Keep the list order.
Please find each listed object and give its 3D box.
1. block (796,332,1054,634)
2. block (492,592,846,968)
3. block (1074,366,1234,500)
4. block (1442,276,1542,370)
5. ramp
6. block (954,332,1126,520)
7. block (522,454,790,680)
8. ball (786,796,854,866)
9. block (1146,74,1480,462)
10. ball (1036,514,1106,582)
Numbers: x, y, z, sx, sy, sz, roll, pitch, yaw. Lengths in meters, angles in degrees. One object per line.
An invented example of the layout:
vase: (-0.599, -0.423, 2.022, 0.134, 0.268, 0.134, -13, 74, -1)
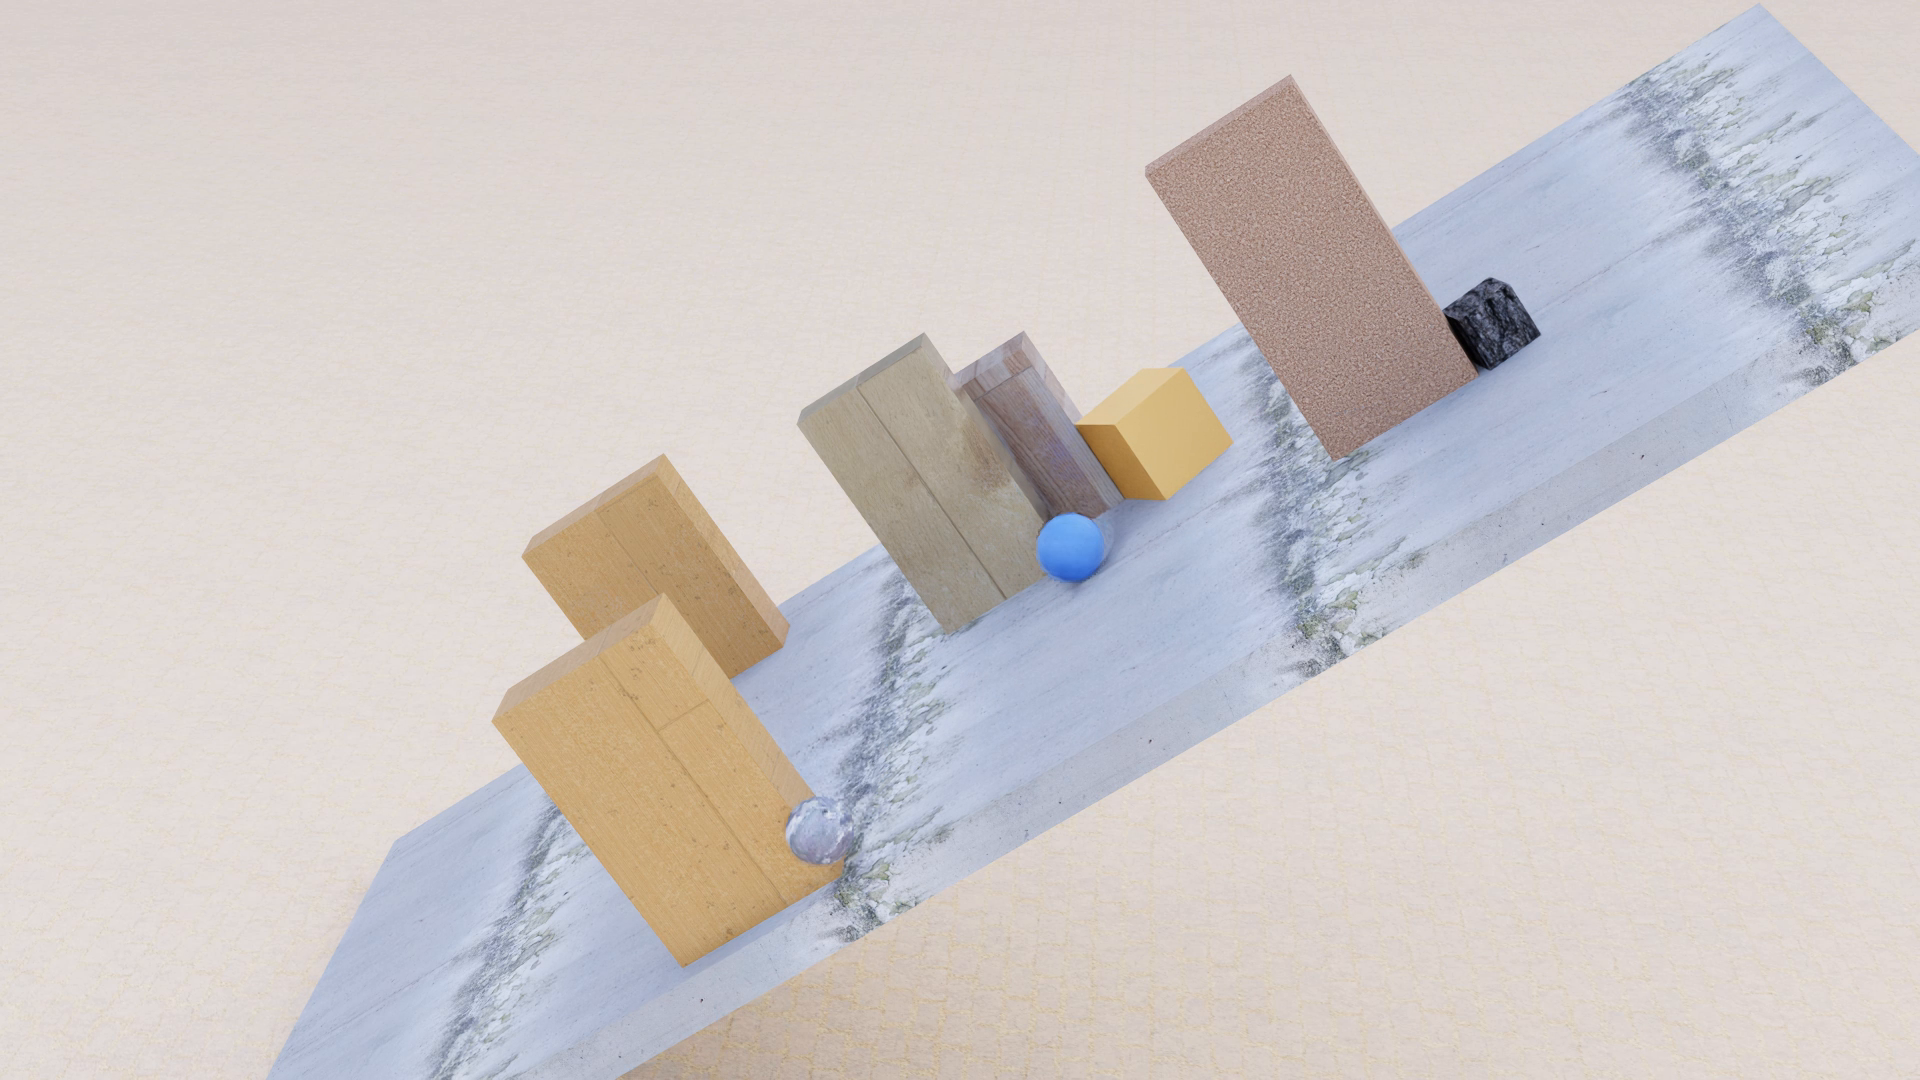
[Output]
block: (-0.051, -0.117, 6.291, 0.319, 0.571, 0.102, -31, 16, 14)
block: (-0.539, 0.455, 5.532, 0.368, 0.608, 0.149, -31, 16, 14)
block: (0.417, -0.229, 6.333, 0.202, 0.202, 0.202, -40, 16, -16)
block: (1.037, -0.424, 5.752, 0.121, 0.121, 0.121, -35, 15, 0)
ramp: (0.138, 0.172, 6.299, 4.000, 0.100, 2.000, -31, 16, 14)
block: (0.090, -0.175, 6.474, 0.387, 0.410, 0.137, -31, 16, 14)
block: (-0.731, 0.124, 7.097, 0.398, 0.529, 0.136, -31, 16, 14)
ball: (-0.257, 0.535, 5.406, 0.126, 0.126, 0.126, 0, 21, 0)
block: (0.685, -0.522, 5.712, 0.330, 0.689, 0.082, -31, 16, 14)
ball: (0.231, 0.015, 6.112, 0.141, 0.141, 0.141, 0, 21, 0)
